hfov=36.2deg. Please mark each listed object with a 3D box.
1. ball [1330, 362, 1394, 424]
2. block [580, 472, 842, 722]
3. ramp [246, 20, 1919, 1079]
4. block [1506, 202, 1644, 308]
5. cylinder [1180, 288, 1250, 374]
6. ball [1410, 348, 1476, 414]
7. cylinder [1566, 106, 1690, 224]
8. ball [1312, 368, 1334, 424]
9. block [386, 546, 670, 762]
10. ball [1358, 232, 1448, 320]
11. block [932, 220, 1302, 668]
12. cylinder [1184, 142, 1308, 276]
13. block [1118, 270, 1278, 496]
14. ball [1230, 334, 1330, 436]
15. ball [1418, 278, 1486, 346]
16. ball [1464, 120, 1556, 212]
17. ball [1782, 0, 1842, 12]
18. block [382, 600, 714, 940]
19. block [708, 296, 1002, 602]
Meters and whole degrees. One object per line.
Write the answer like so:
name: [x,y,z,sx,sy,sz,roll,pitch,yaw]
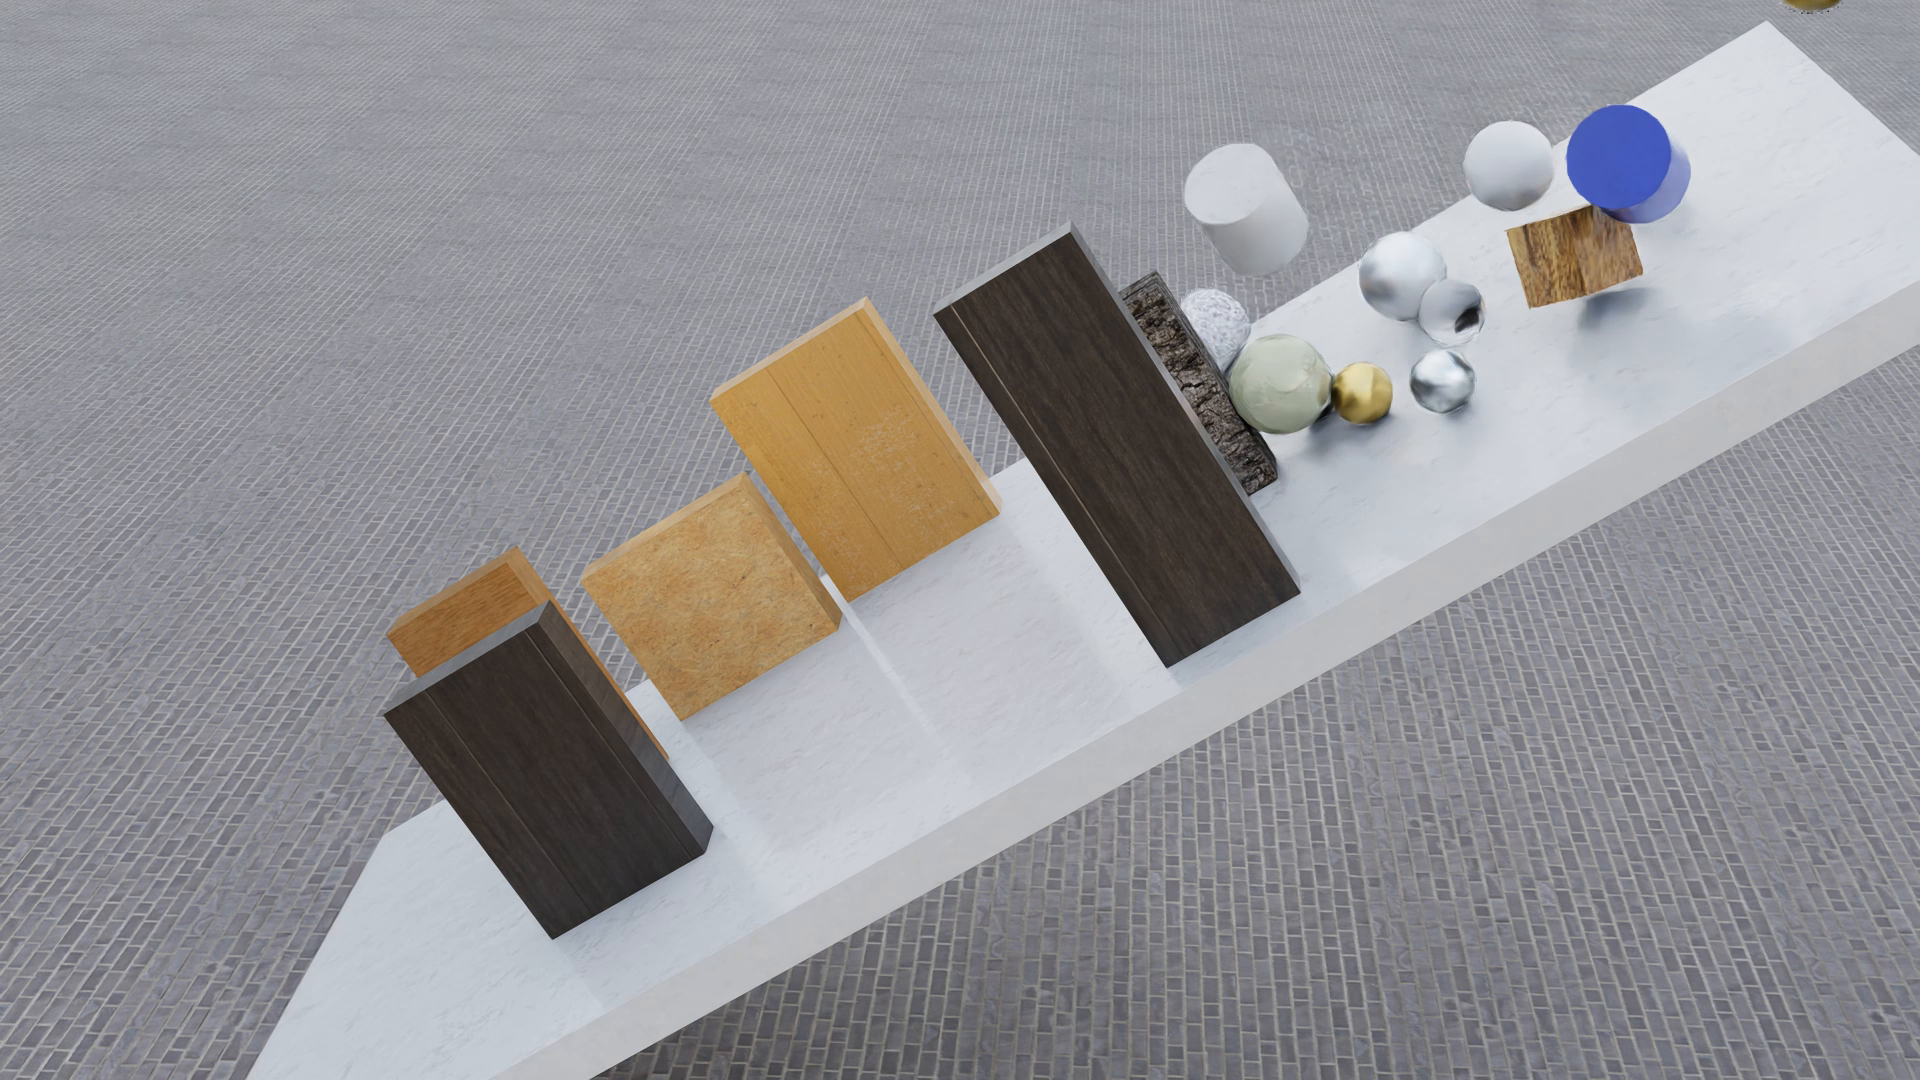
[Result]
ball: [0.807,-0.295,5.902,0.127,0.127,0.127,0,20,0]
block: [-0.582,0.134,6.916,0.450,0.417,0.112,-30,15,13]
ramp: [0.140,0.170,6.293,4.000,0.100,2.000,-30,15,13]
block: [1.194,-0.560,5.714,0.161,0.161,0.161,-21,6,-33]
cylinder: [0.558,-0.463,6.843,0.179,0.179,0.179,11,39,27]
ball: [0.931,-0.308,5.680,0.126,0.126,0.126,0,20,0]
cylinder: [1.256,-0.703,5.522,0.194,0.194,0.194,10,1,25]
ball: [0.718,-0.310,6.115,0.138,0.138,0.138,0,20,0]
block: [-0.978,0.356,6.682,0.336,0.608,0.110,-30,15,13]
ball: [0.952,-0.567,6.320,0.190,0.190,0.190,0,20,0]
block: [0.288,-0.165,5.297,0.285,0.790,0.088,-30,15,13]
cylinder: [0.607,-0.698,6.225,0.204,0.204,0.204,-13,57,21]
block: [0.380,-0.253,5.997,0.337,0.471,0.141,-30,15,13]
ball: [0.643,-0.312,5.912,0.203,0.203,0.203,0,20,0]
ball: [1.003,-0.464,5.998,0.137,0.137,0.137,0,20,0]
ball: [1.081,-0.736,5.789,0.178,0.178,0.178,0,20,0]
ball: [1.660,-1.113,5.721,0.169,0.169,0.169,0,20,0]
block: [-0.841,0.476,6.045,0.389,0.596,0.126,-30,15,13]
block: [-0.243,-0.209,6.936,0.432,0.591,0.100,-30,15,13]
